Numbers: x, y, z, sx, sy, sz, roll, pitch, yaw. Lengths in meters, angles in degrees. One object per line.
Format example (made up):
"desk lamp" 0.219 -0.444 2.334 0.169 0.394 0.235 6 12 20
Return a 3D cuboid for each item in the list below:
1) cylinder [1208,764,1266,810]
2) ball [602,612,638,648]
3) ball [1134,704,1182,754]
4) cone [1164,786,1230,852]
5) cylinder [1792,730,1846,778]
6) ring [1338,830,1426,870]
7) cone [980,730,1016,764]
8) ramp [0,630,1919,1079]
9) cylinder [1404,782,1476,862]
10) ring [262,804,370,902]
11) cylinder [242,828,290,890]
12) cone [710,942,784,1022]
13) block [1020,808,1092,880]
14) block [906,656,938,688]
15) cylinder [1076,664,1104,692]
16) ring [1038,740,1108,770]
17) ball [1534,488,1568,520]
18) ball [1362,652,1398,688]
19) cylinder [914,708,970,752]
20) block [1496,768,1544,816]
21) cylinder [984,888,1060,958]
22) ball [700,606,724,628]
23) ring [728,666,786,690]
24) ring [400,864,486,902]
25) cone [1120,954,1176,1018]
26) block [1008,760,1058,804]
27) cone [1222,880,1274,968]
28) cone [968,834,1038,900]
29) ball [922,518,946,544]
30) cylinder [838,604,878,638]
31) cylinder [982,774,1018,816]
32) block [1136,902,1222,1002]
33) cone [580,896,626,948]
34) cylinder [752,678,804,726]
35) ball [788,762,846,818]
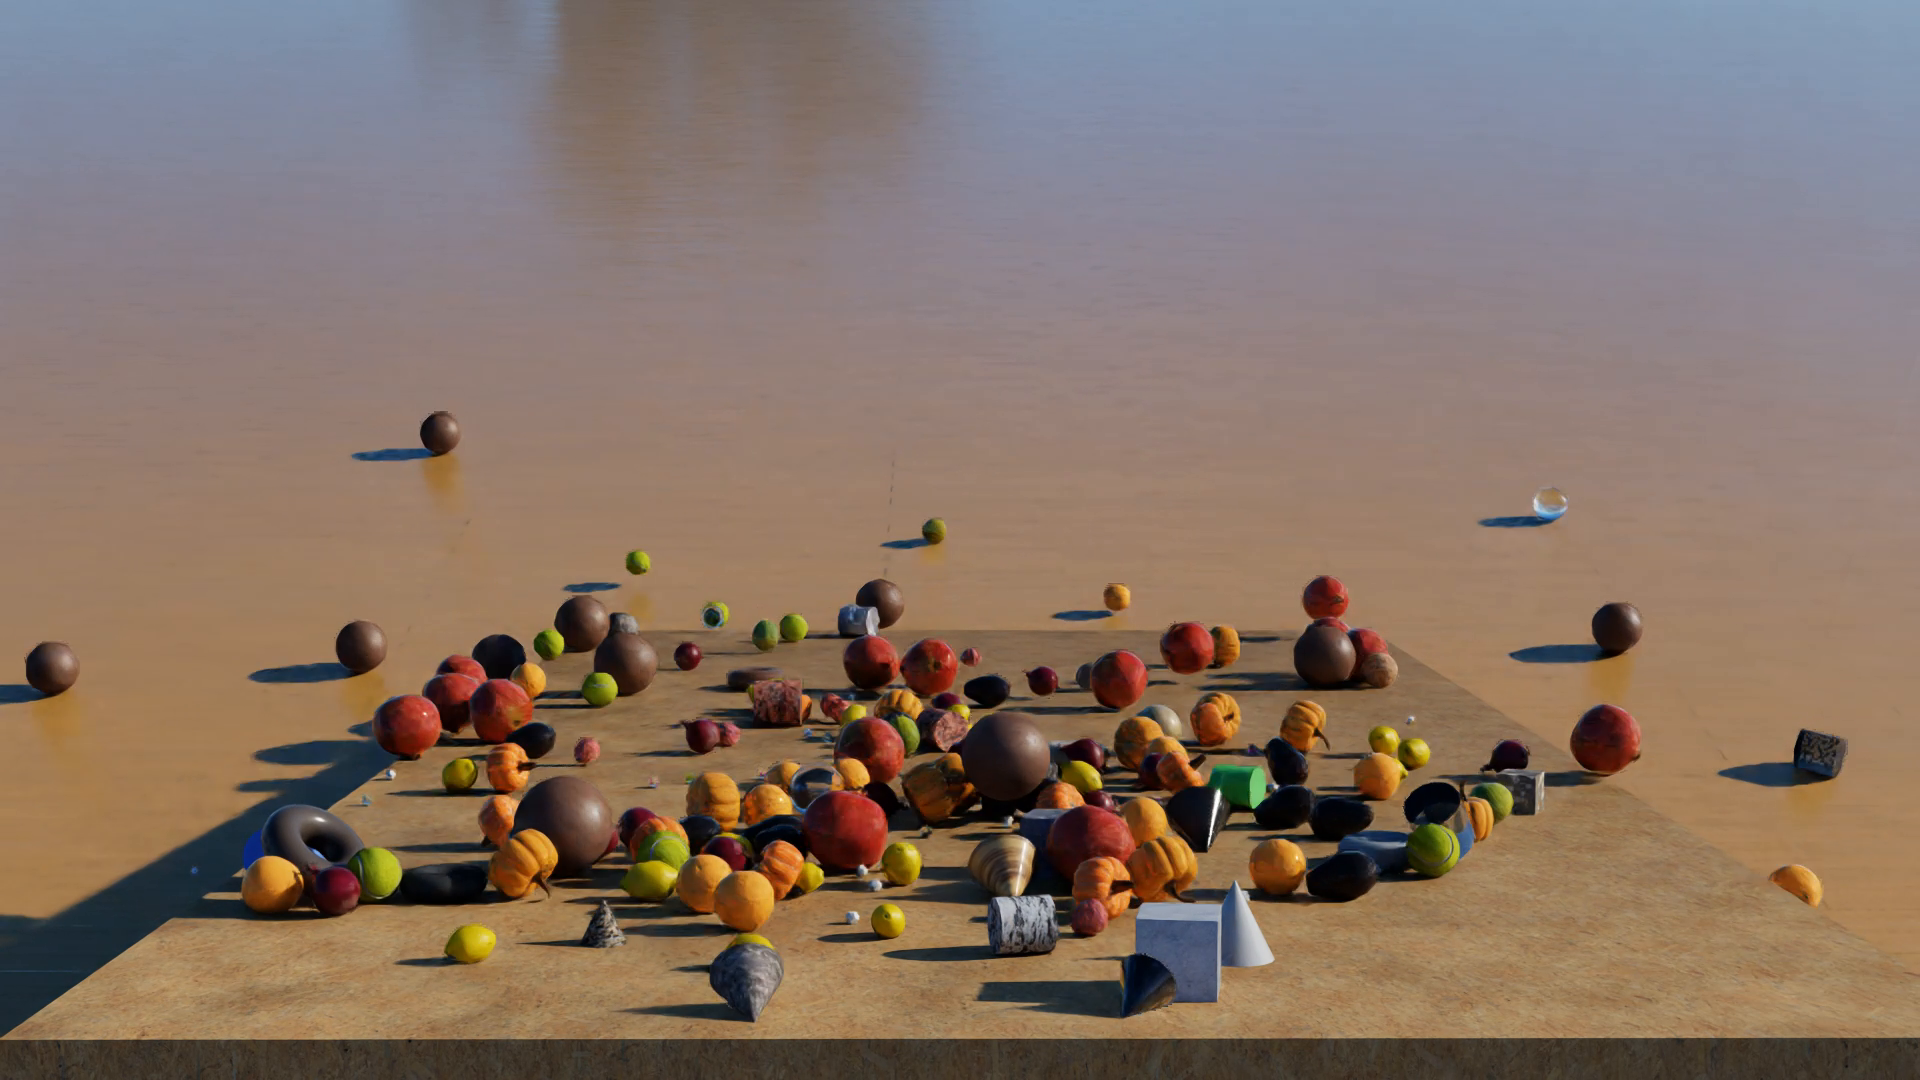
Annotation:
"cylinder" 0.417 0.372 3.863 0.065 0.065 0.065 2 18 28
"ball" -0.811 0.214 6.130 0.085 0.085 0.085 0 19 0
"ball" 0.341 0.326 4.421 0.084 0.084 0.084 0 19 0
"cone" 0.335 0.405 3.551 0.093 0.093 0.093 -1 30 -3
"cylinder" 1.985 0.493 5.930 0.091 0.091 0.091 13 23 32
"ring" 0.562 0.415 3.427 0.116 0.039 0.116 0 5 0
"cone" 0.071 0.361 4.320 0.061 0.061 0.061 -5 31 -13
"ramp" 0.046 0.411 4.537 2.000 0.100 4.000 0 4 0
"cylinder" 0.643 0.379 3.441 0.077 0.077 0.077 -17 38 14
"ring" -0.810 0.393 3.230 0.148 0.049 0.148 36 19 -15
"cylinder" -0.870 0.403 3.308 0.080 0.080 0.080 2 4 7
"cone" -0.215 0.469 2.632 0.079 0.079 0.079 -3 31 -9
"block" 0.127 0.399 3.370 0.078 0.078 0.078 1 4 14
"block" -0.080 0.276 5.353 0.062 0.062 0.062 0 4 -4
"cylinder" 0.269 0.283 5.301 0.053 0.053 0.053 -1 4 -3
"ring" 0.188 0.358 4.275 0.120 0.040 0.120 0 2 0
"ball" 1.754 -0.107 7.622 0.100 0.100 0.100 0 19 0
"ball" 0.873 0.270 5.339 0.074 0.074 0.074 0 19 0
"cylinder" -0.032 0.330 4.467 0.070 0.070 0.070 -12 9 -31
"block" 0.840 0.377 3.845 0.058 0.058 0.058 2 4 26
"cylinder" 0.070 0.436 2.909 0.065 0.065 0.065 -20 25 -16
"ball" -0.634 0.197 6.572 0.060 0.060 0.060 0 19 0
"ring" -0.423 0.288 5.336 0.122 0.041 0.122 -1 3 0
"ring" -0.649 0.430 3.223 0.108 0.036 0.108 -1 3 0
"cone" 0.180 0.472 2.637 0.065 0.065 0.065 10 35 27
"block" 0.112 0.371 3.941 0.058 0.058 0.058 -2 4 -24
"cone" 0.309 0.425 2.883 0.090 0.090 0.090 0 4 0
"cone" 0.061 0.429 3.196 0.090 0.090 0.090 -2 31 -7
"ball" -0.074 -0.027 7.438 0.072 0.072 0.072 0 19 0
"cylinder" -0.251 0.201 6.354 0.077 0.077 0.077 2 19 21
"cylinder" 0.061 0.380 3.829 0.054 0.054 0.054 0 4 0
"block" 0.233 0.437 2.727 0.086 0.086 0.086 1 4 8
"cone" -0.411 0.438 2.960 0.054 0.054 0.054 0 4 0
"cylinder" -0.339 0.303 4.776 0.085 0.085 0.085 8 18 -9
"ball" -0.211 0.369 3.787 0.083 0.083 0.083 0 19 0
